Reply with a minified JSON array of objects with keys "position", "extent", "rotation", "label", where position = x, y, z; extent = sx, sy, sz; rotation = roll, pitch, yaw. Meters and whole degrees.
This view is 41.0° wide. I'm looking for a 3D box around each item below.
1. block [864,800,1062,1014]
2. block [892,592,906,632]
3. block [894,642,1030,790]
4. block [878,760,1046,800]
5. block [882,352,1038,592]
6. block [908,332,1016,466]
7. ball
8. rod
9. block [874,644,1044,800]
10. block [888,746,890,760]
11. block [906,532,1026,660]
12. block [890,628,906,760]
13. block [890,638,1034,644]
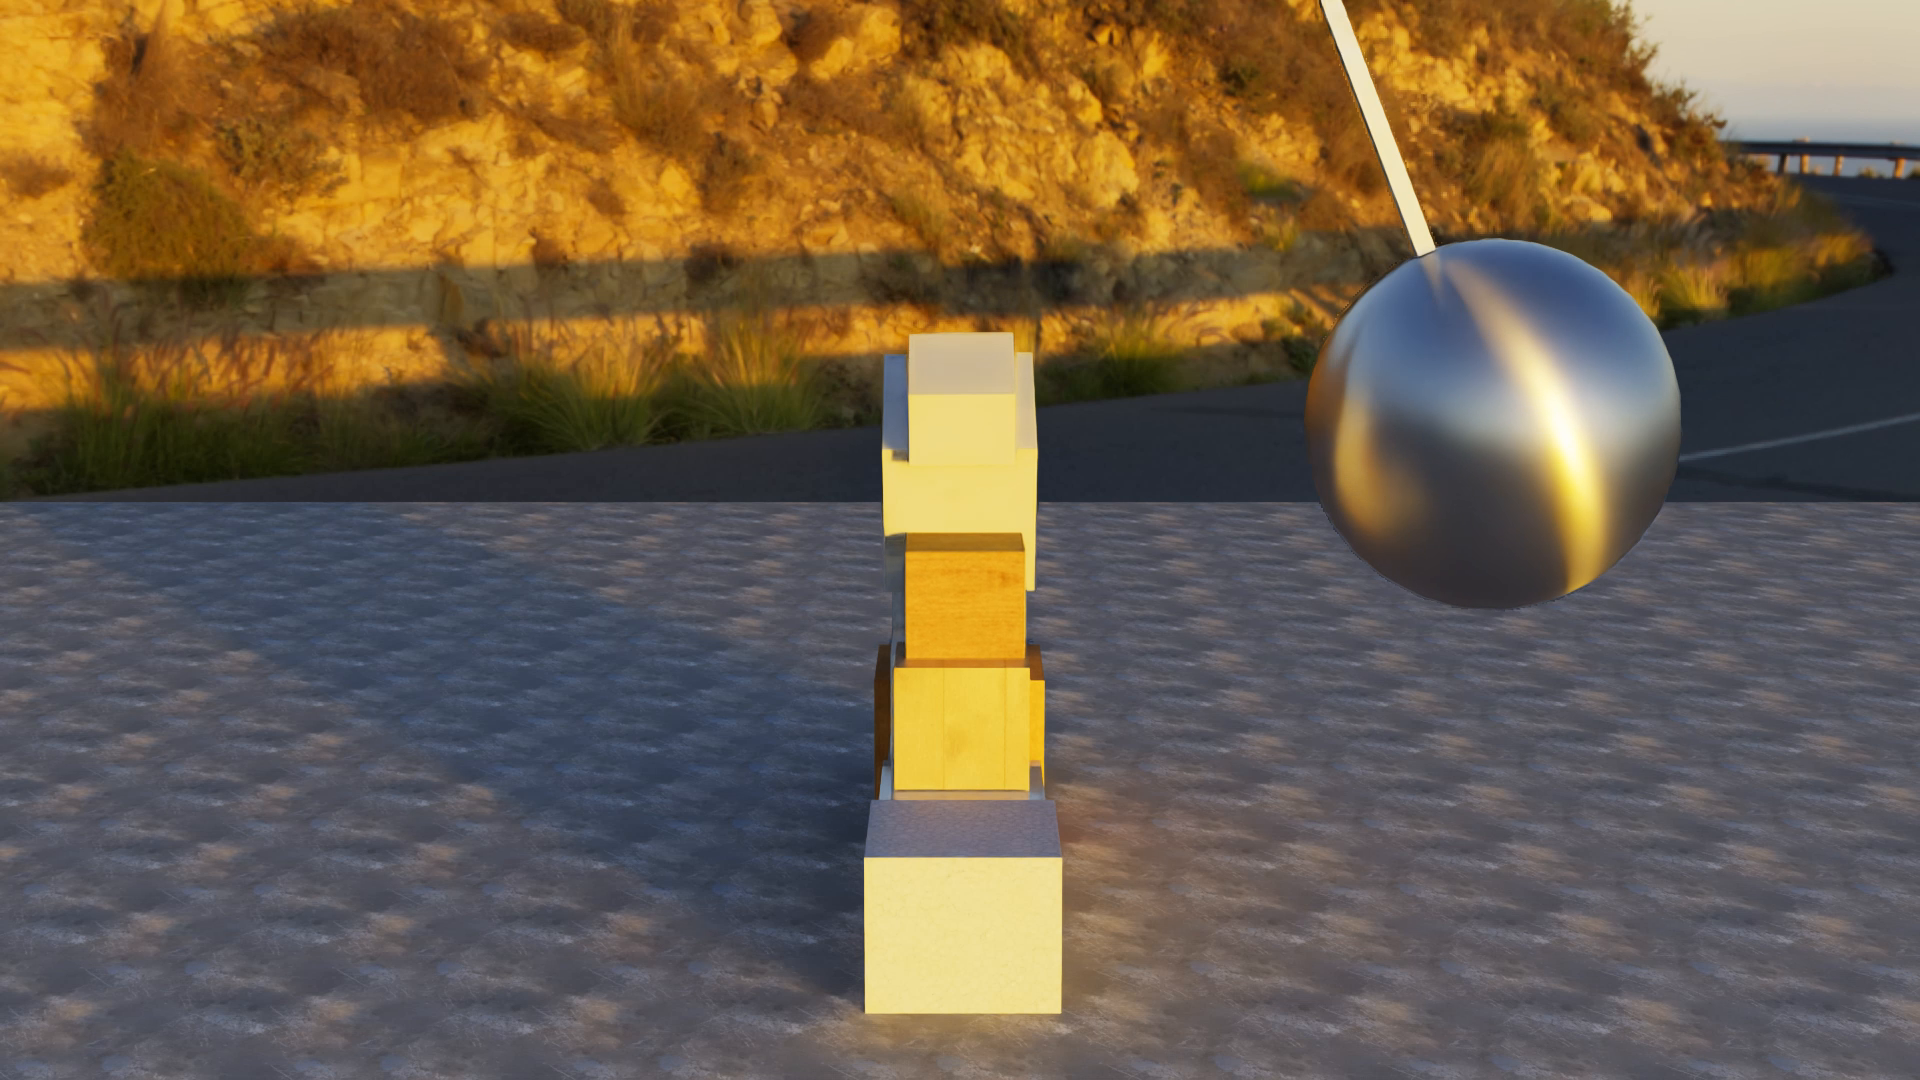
[{"position":[0.012,1.421,10.040],"extent":[0.741,0.612,0.778],"rotation":[0,10,0],"label":"block"},{"position":[-0.008,0.275,11.757],"extent":[0.591,0.652,0.586],"rotation":[0,10,0],"label":"block"},{"position":[0.008,0.732,10.741],"extent":[0.553,0.517,0.496],"rotation":[0,10,0],"label":"block"},{"position":[0.008,1.298,10.751],"extent":[0.676,0.600,0.644],"rotation":[0,10,0],"label":"block"},{"position":[-0.004,-0.298,11.174],"extent":[0.646,0.772,0.693],"rotation":[0,39,0],"label":"block"},{"position":[0.007,-0.585,10.630],"extent":[0.434,0.362,0.432],"rotation":[0,39,0],"label":"block"},{"position":[2.295,-0.500,11.090],"extent":[1.600,1.600,1.600],"rotation":[0,10,0],"label":"ball"},{"position":[0.994,-3.590,10.528],"extent":[0.080,5.200,0.080],"rotation":[-22,10,4],"label":"rod"},{"position":[-0.003,0.963,12.034],"extent":[0.770,0.800,0.739],"rotation":[0,10,0],"label":"block"},{"position":[-0.014,1.186,11.378],"extent":[0.595,0.595,0.611],"rotation":[0,10,0],"label":"block"},{"position":[0.021,0.233,10.764],"extent":[0.491,0.456,0.450],"rotation":[0,10,-1],"label":"block"},{"position":[-0.015,0.671,11.257],"extent":[0.565,0.462,0.520],"rotation":[0,10,0],"label":"block"},{"position":[0.006,0.895,12.772],"extent":[0.730,0.669,0.717],"rotation":[0,10,0],"label":"block"}]
